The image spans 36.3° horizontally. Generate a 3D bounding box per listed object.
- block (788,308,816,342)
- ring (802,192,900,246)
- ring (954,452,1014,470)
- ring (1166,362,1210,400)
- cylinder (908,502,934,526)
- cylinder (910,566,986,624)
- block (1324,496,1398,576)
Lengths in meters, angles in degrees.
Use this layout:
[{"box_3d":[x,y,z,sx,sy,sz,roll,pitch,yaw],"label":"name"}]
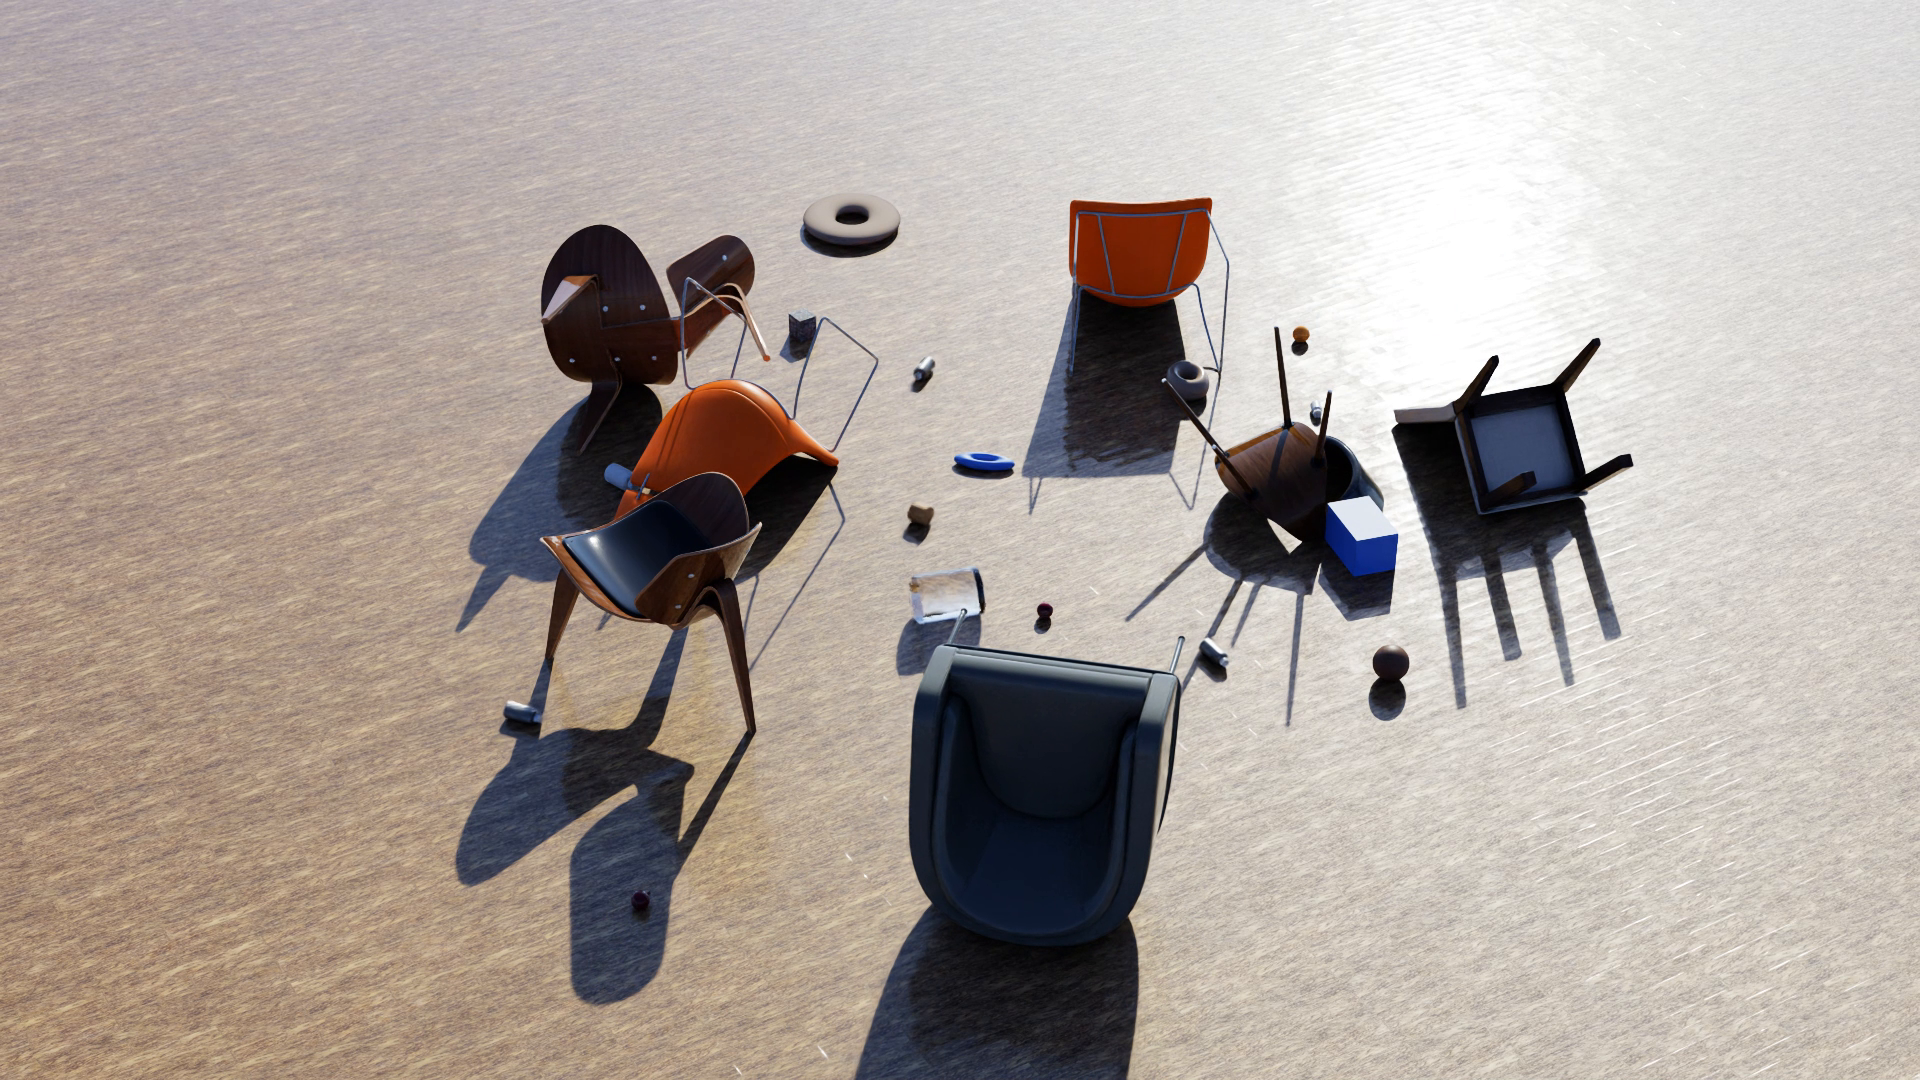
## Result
[{"box_3d":[-0.656,-0.896,12.216,0.080,0.098,0.088,-21,39,-29],"label":"block"},{"box_3d":[-0.482,-1.428,13.053,0.436,0.066,0.466,-2,34,-4],"label":"ring"},{"box_3d":[0.095,-0.304,11.371,0.242,0.039,0.086,6,35,8],"label":"ring"},{"box_3d":[0.920,-0.644,11.844,0.170,0.087,0.242,-8,33,-9],"label":"ring"},{"box_3d":[-0.148,-0.098,11.027,0.067,0.073,0.078,20,36,27],"label":"cylinder"},{"box_3d":[-0.045,0.199,10.483,0.230,0.178,0.169,-9,13,-14],"label":"cylinder"},{"box_3d":[1.482,-0.015,10.823,0.166,0.158,0.265,-10,35,-15],"label":"block"}]
